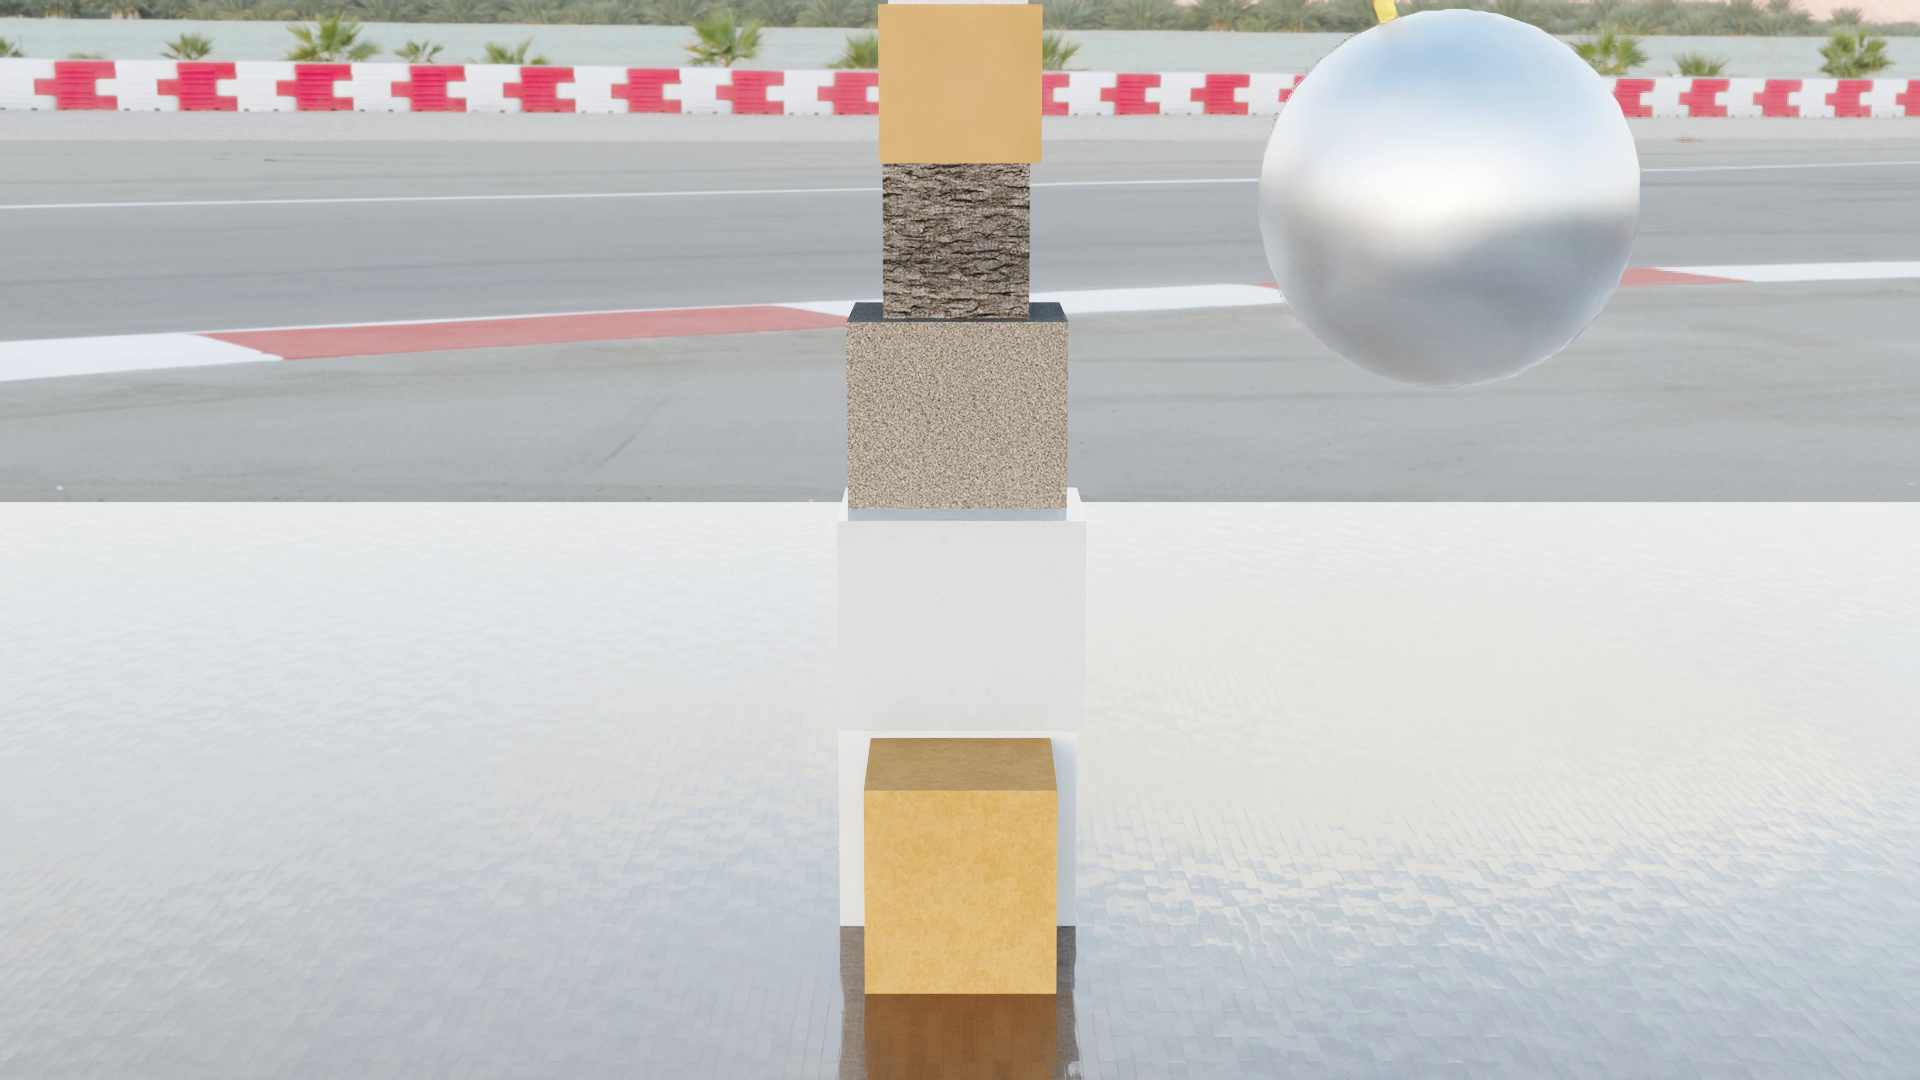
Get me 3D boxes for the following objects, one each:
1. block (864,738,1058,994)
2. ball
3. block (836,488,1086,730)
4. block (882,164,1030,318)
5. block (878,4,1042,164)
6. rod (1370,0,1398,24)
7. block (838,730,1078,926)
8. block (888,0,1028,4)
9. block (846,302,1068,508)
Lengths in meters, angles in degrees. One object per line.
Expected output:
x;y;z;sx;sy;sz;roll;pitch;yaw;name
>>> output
0.002;1.284;10.237;0.740;0.811;0.792;0;10;0;block
2.074;-1.445;10.918;1.600;1.600;1.600;0;10;0;ball
0.006;0.277;10.874;1.010;0.873;0.854;0;10;0;block
-0.016;-1.294;10.945;0.610;0.641;0.598;0;10;0;block
0.001;-1.926;10.830;0.672;0.644;0.591;0;10;0;block
0.899;-4.583;10.347;0.080;5.200;0.080;-20;10;4;rod
-0.009;1.119;11.049;0.982;0.846;0.846;0;10;0;block
-0.007;-2.514;10.723;0.572;0.551;0.511;0;10;0;block
-0.011;-0.597;11.072;0.913;0.776;0.943;0;10;0;block
